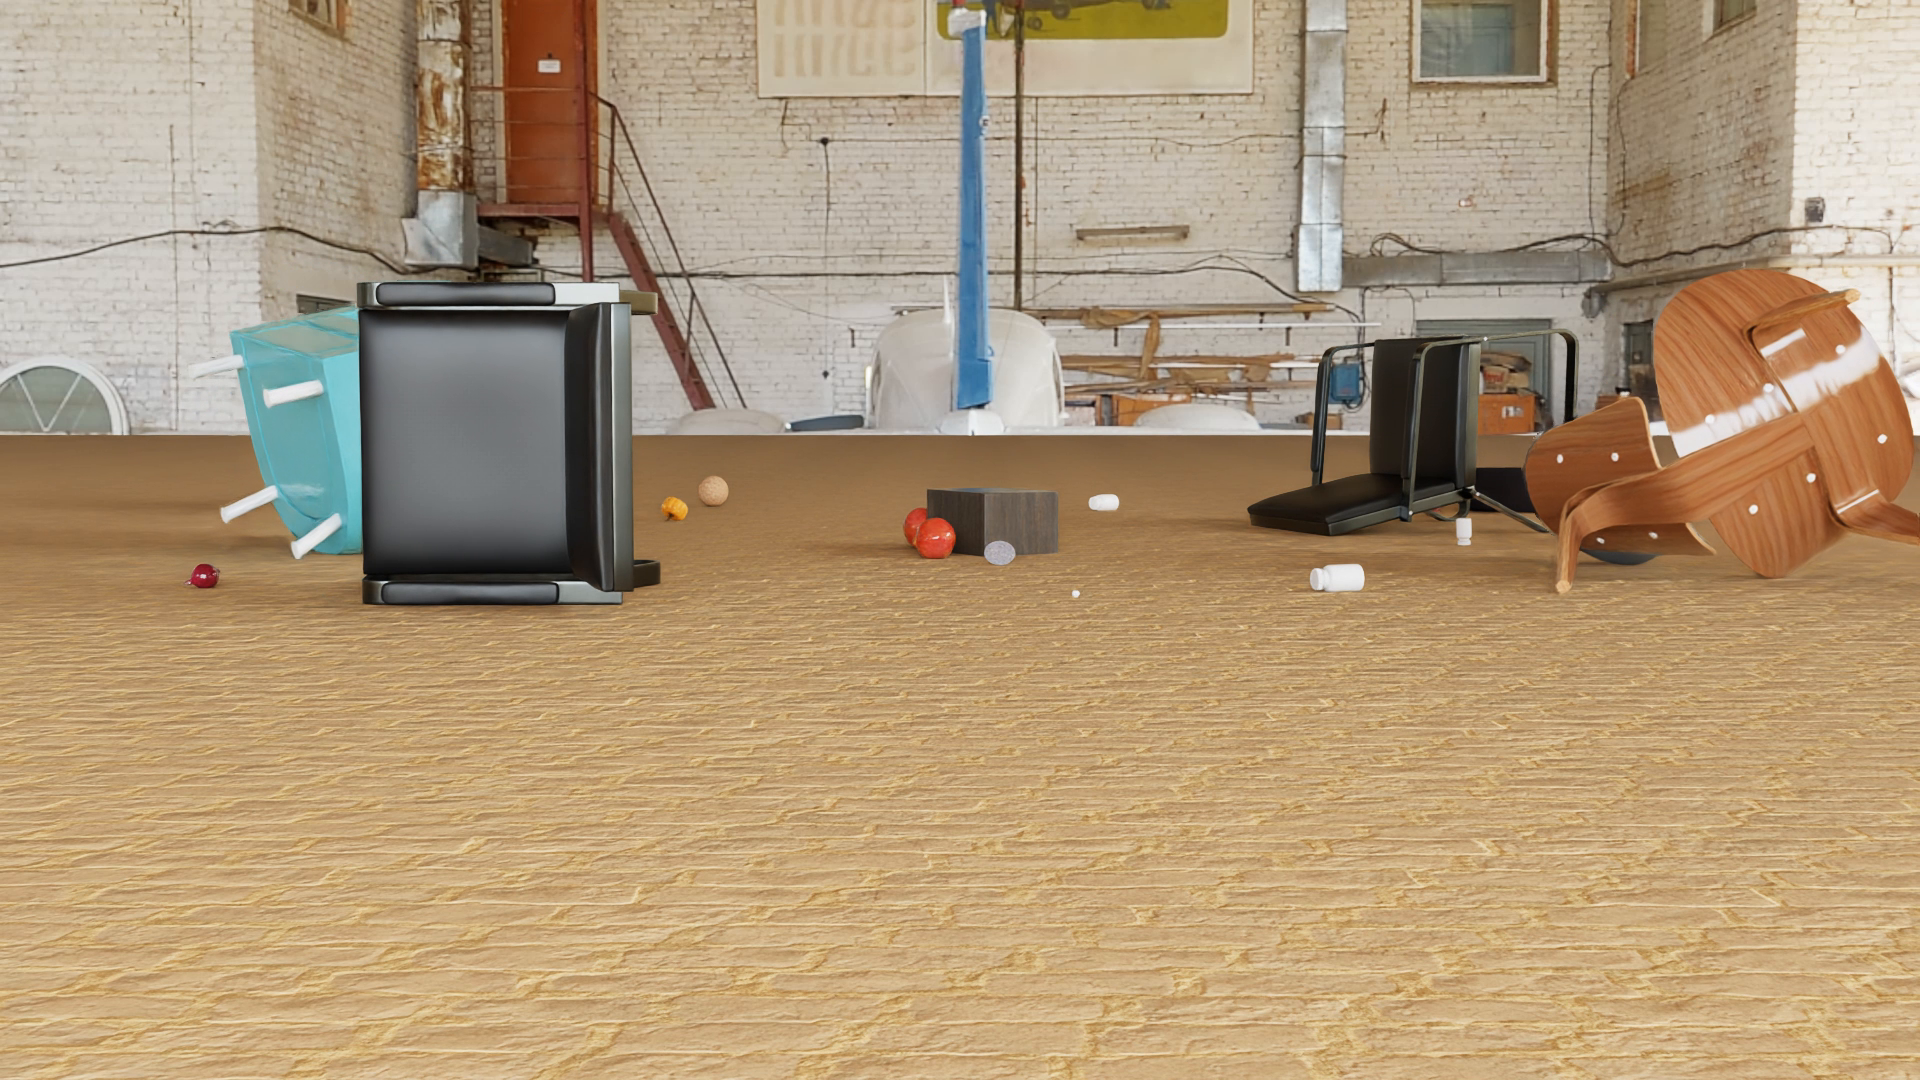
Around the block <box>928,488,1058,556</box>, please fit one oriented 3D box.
[{"bbox_3d":[0.088,-0.052,6.074,0.238,0.169,0.301,-2,5,-31],"label":"block"}]

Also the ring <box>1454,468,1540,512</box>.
[{"bbox_3d":[2.061,-0.188,8.134,0.463,0.159,0.459,2,3,38],"label":"ring"}]

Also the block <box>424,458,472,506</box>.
[{"bbox_3d":[-1.993,-0.229,8.558,0.146,0.181,0.180,-2,4,-22],"label":"block"}]

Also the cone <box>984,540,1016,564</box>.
[{"bbox_3d":[0.105,0.046,5.658,0.080,0.067,0.063,7,-23,9],"label":"cone"}]

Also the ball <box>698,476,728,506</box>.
[{"bbox_3d":[-0.944,-0.187,8.411,0.118,0.118,0.118,0,4,0],"label":"ball"}]

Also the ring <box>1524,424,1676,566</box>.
[{"bbox_3d":[1.618,-0.113,5.571,0.405,0.165,0.484,31,-15,34],"label":"ring"}]
